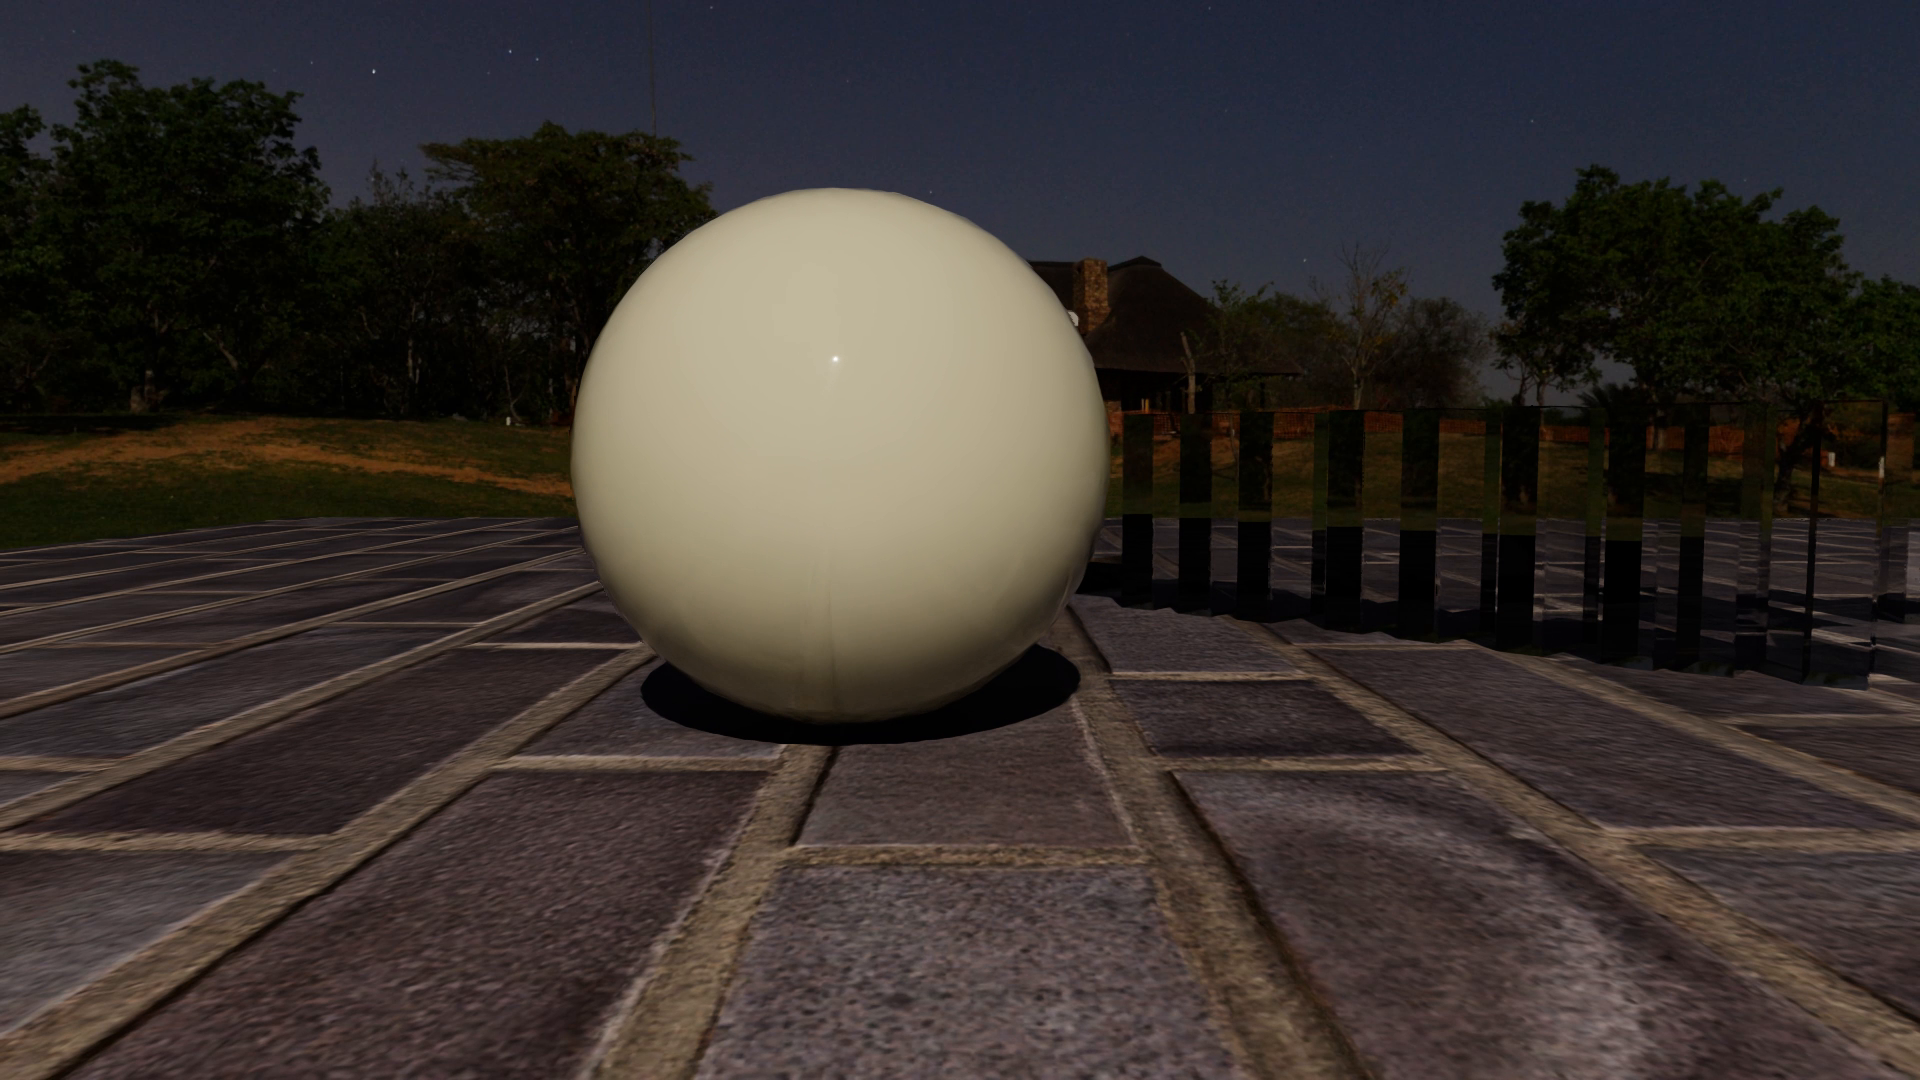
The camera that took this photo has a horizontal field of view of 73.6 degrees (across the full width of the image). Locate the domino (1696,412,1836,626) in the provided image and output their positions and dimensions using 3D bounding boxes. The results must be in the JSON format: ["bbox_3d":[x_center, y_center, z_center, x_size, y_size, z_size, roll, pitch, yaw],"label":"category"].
[{"bbox_3d":[0.195,-0.006,0.311,0.010,0.050,0.025,-3,5,-35],"label":"domino"}]

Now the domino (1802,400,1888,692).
[{"bbox_3d":[0.160,0.000,0.232,0.009,0.050,0.025,3,5,37],"label":"domino"}]

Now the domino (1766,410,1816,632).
[{"bbox_3d":[0.185,-0.005,0.299,0.025,0.050,0.010,3,5,35],"label":"domino"}]

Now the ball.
[{"bbox_3d":[-0.017,-0.012,0.194,0.080,0.080,0.080,0,4,0],"label":"ball"}]

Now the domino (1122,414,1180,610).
[{"bbox_3d":[0.054,-0.008,0.339,0.009,0.050,0.025,3,5,39],"label":"domino"}]

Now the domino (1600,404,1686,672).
[{"bbox_3d":[0.136,-0.001,0.250,0.025,0.050,0.009,-3,6,-39],"label":"domino"}]

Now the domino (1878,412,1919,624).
[{"bbox_3d":[0.233,-0.006,0.311,0.009,0.050,0.025,2,5,24],"label":"domino"}]

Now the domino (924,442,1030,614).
[{"bbox_3d":[0.005,-0.004,0.333,0.025,0.050,0.009,0,-39,4],"label":"domino"}]

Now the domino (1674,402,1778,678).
[{"bbox_3d":[0.146,-0.001,0.244,0.009,0.050,0.025,4,6,44],"label":"domino"}]

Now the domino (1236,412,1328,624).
[{"bbox_3d":[0.079,-0.006,0.314,0.010,0.050,0.025,4,6,45],"label":"domino"}]

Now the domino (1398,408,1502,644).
[{"bbox_3d":[0.108,-0.004,0.283,0.025,0.050,0.010,-4,6,-41],"label":"domino"}]

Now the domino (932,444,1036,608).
[{"bbox_3d":[0.007,-0.005,0.346,0.025,0.050,0.009,0,-40,5],"label":"domino"}]

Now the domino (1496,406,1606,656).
[{"bbox_3d":[0.123,-0.002,0.266,0.025,0.050,0.010,-4,6,-40],"label":"domino"}]

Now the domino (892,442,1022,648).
[{"bbox_3d":[0.000,0.000,0.280,0.025,0.050,0.009,0,-39,5],"label":"domino"}]

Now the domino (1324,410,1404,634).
[{"bbox_3d":[0.096,-0.005,0.297,0.025,0.050,0.009,-4,6,-42],"label":"domino"}]

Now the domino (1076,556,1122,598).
[{"bbox_3d":[0.059,0.010,0.374,0.025,0.010,0.050,4,6,41],"label":"domino"}]

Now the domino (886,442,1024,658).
[{"bbox_3d":[0.000,0.001,0.267,0.025,0.050,0.010,0,-39,5],"label":"domino"}]

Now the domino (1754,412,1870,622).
[{"bbox_3d":[0.210,-0.006,0.317,0.010,0.050,0.025,0,4,-1],"label":"domino"}]

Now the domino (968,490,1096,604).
[{"bbox_3d":[0.021,0.001,0.365,0.025,0.009,0.050,1,28,18],"label":"domino"}]

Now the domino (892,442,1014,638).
[{"bbox_3d":[-0.001,-0.001,0.294,0.025,0.050,0.009,0,-39,4],"label":"domino"}]

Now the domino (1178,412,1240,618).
[{"bbox_3d":[0.067,-0.007,0.326,0.010,0.050,0.025,4,6,42],"label":"domino"}]

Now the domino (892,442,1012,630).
[{"bbox_3d":[-0.001,-0.002,0.307,0.025,0.050,0.010,0,-39,5],"label":"domino"}]

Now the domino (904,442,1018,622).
[{"bbox_3d":[0.001,-0.003,0.320,0.025,0.050,0.010,0,-39,5],"label":"domino"}]
